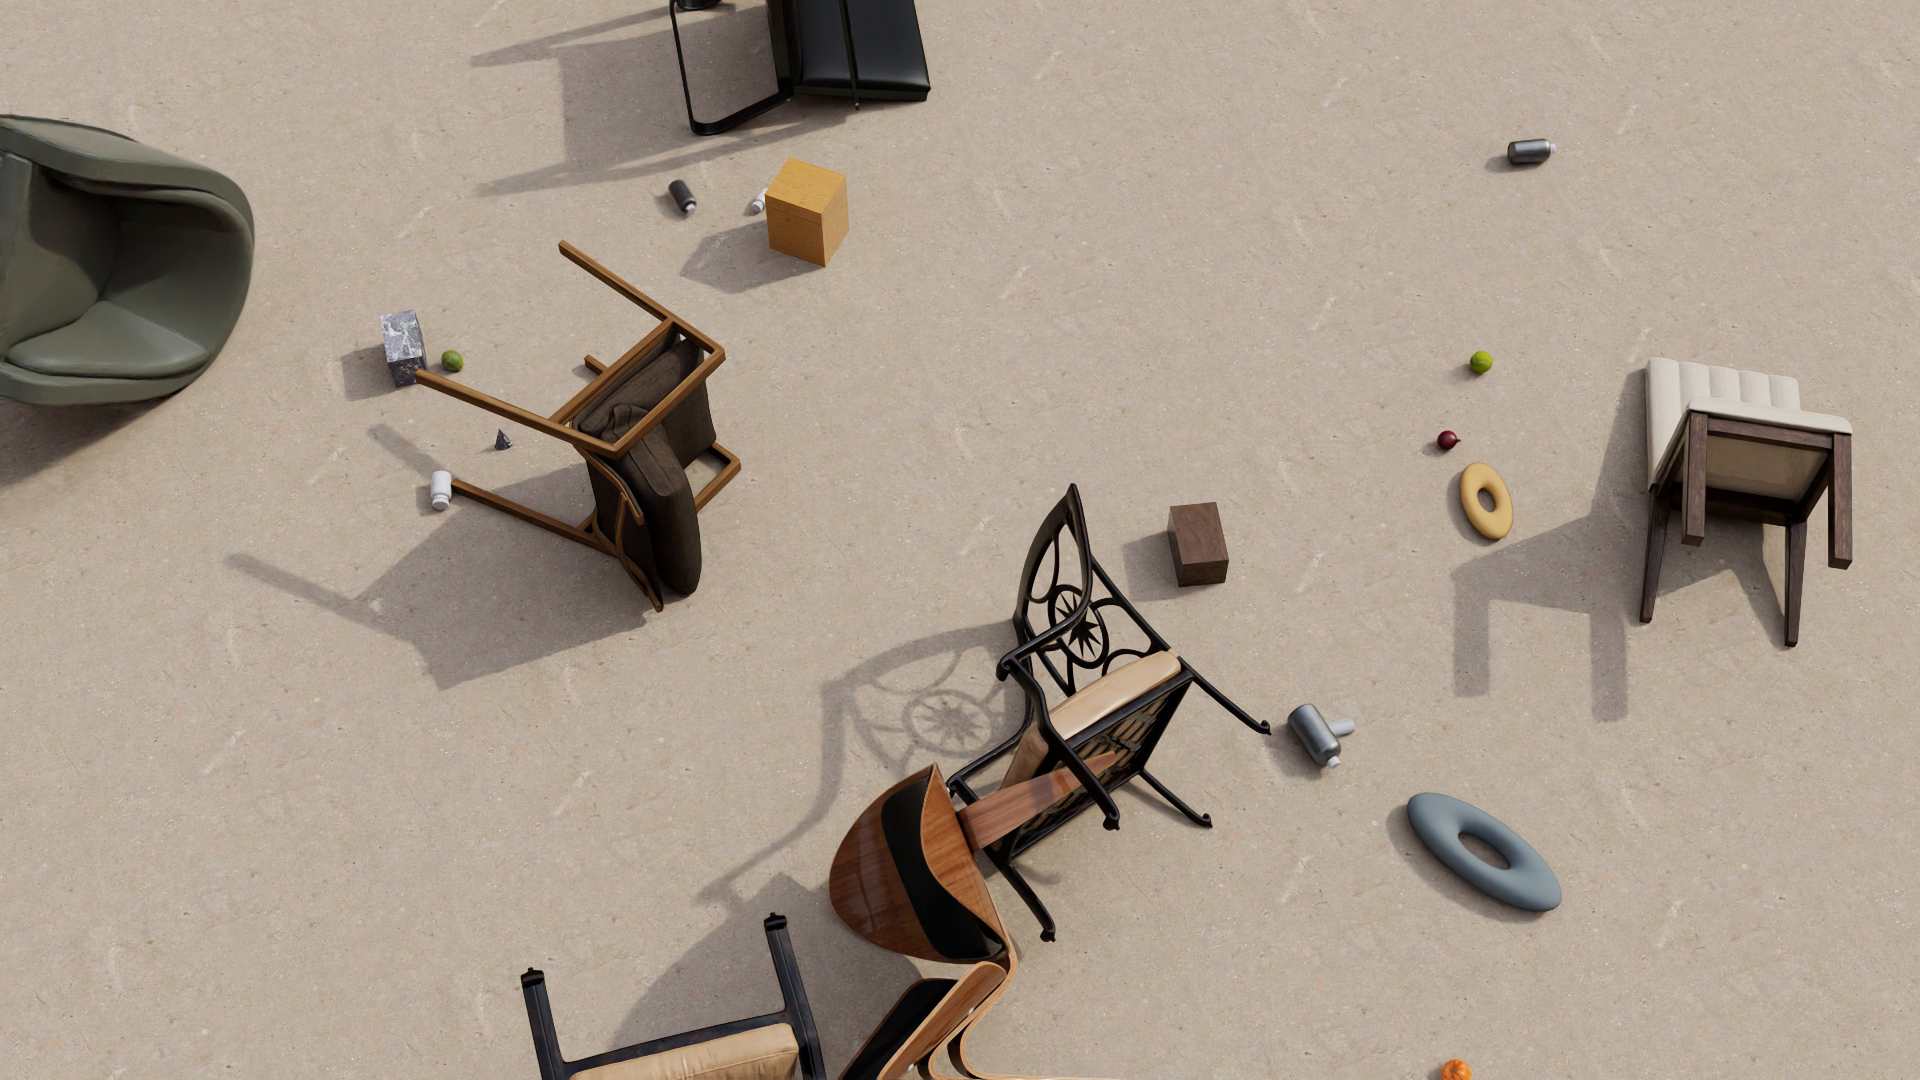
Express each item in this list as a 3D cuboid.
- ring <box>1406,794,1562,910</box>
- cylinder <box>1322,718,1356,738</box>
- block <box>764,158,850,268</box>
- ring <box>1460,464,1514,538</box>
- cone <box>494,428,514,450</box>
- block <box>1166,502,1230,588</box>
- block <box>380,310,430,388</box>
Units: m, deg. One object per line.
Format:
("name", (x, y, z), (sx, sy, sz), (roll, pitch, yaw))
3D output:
("ring", (1.419, 0.844, 5.962), (0.483, 0.078, 0.200), (36, 62, 22))
("cylinder", (1.068, 0.530, 6.199), (0.081, 0.032, 0.045), (-13, 53, -9))
("block", (-0.494, -1.063, 7.132), (0.202, 0.258, 0.179), (20, 59, 13))
("ring", (1.586, -0.119, 6.625), (0.149, 0.049, 0.280), (-5, 56, -4))
("cone", (-1.404, -0.316, 6.734), (0.058, 0.087, 0.038), (-15, 57, -10))
("block", (0.701, 0.013, 6.490), (0.138, 0.124, 0.206), (-6, 56, -4))
("block", (-1.741, -0.601, 6.900), (0.106, 0.127, 0.194), (-13, 57, -8))
